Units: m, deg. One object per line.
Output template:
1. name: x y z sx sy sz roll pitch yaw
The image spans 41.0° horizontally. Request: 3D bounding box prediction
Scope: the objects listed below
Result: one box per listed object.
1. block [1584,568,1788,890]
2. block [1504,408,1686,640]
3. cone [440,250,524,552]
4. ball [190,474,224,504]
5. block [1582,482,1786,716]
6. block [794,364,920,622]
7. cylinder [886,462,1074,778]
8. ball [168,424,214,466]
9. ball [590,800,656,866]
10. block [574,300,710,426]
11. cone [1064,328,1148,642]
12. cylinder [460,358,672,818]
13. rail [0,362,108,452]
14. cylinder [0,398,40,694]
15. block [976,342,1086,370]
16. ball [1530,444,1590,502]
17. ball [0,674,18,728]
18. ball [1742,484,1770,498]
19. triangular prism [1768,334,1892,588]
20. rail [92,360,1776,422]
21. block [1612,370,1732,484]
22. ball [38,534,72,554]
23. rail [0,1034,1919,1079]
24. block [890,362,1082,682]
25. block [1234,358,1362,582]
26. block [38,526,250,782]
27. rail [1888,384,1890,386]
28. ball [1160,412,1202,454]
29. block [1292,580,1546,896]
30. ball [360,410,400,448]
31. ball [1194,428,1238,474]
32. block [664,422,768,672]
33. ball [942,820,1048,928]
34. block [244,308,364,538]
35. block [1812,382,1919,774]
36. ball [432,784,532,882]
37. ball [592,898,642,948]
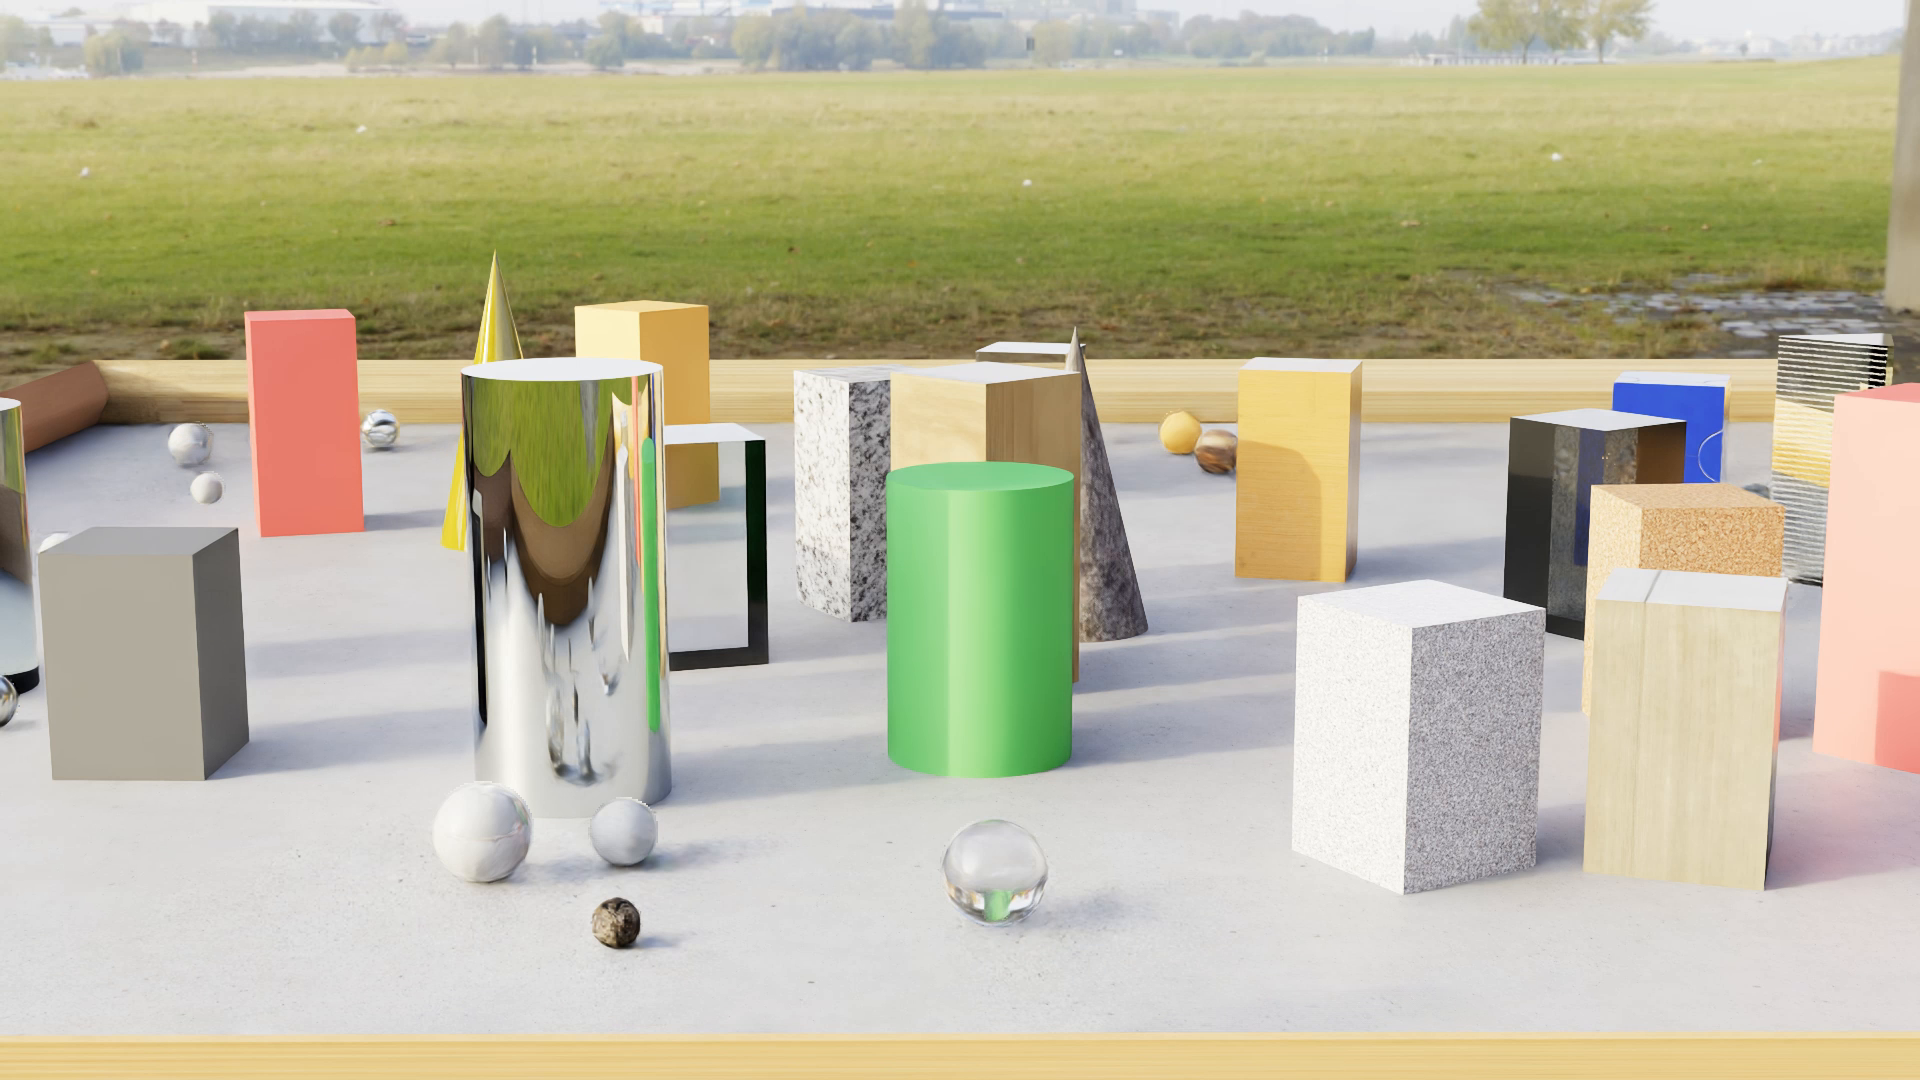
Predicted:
1. block: 0.671 0.170 2.369 0.158 0.255 0.158 4 11 20
2. block: 0.828 -0.023 3.355 0.158 0.274 0.158 -7 13 -35
3. cone: -0.706 -0.221 3.937 0.198 0.452 0.198 0 10 0
4. ball: -1.262 -0.085 4.301 0.053 0.053 0.053 0 10 0
5. block: 0.796 0.080 2.837 0.158 0.261 0.158 -1 11 -6
6. block: -0.117 -0.067 3.472 0.158 0.319 0.158 -6 12 -30
7. cylinder: 0.021 0.080 2.724 0.198 0.301 0.198 0 10 0
8. ball: -1.413 -0.175 4.715 0.079 0.079 0.079 0 10 0
9. ball: -0.310 0.270 2.363 0.060 0.060 0.060 0 10 0
10. block: -0.537 -0.235 4.360 0.158 0.325 0.158 9 14 40
11. cone: 0.149 -0.081 3.337 0.198 0.396 0.198 0 10 0
12. cylinder: -0.392 0.043 2.569 0.198 0.431 0.198 0 10 0
13. rail: -1.746 0.035 3.439 0.045 0.128 3.733 0 10 0
14. cylinder: -1.195 0.010 3.009 0.198 0.335 0.198 0 10 0
15. block: 0.124 -0.214 4.473 0.158 0.243 0.158 3 11 15
16. ball: 1.009 -0.112 4.318 0.099 0.099 0.099 0 10 0
17. ball: -1.078 0.179 2.842 0.065 0.065 0.065 0 10 0
18. ball: 1.265 -0.053 4.074 0.072 0.072 0.072 0 10 0
19. triangular prism: 1.270 -0.114 3.646 0.148 0.348 0.171 -9 14 -41
20. rail: -0.011 -0.302 5.261 3.540 0.128 0.045 0 10 0
21. block: 1.063 -0.110 3.850 0.158 0.266 0.158 4 11 19
22. ball: -1.296 0.021 3.700 0.062 0.062 0.062 0 10 0
23. rail: 0.011 0.369 1.637 3.540 0.128 0.045 0 10 0
24. block: 0.031 -0.014 3.039 0.158 0.372 0.158 -10 14 -43
25. block: 0.492 -0.105 3.725 0.158 0.301 0.158 3 11 14
26. block: -0.856 0.117 2.701 0.158 0.237 0.158 0 10 1
27. rail: 1.746 0.031 3.459 0.045 0.128 3.733 0 10 0
28. ball: 0.419 -0.202 4.857 0.080 0.080 0.080 0 10 0
29. block: 0.421 0.177 2.365 0.158 0.243 0.158 -6 12 -31
30. ball: -1.118 -0.214 4.941 0.073 0.073 0.073 0 10 0
31. ball: 0.465 -0.160 4.623 0.084 0.084 0.084 0 10 0
32. block: -0.336 0.007 3.183 0.158 0.279 0.158 -4 11 -19
33. ball: 0.030 0.285 2.194 0.092 0.092 0.092 0 10 0
34. block: -1.042 -0.189 4.075 0.158 0.338 0.158 -3 11 -18
35. block: 1.028 0.039 2.716 0.158 0.386 0.158 -9 14 -41
36. ball: -0.431 0.264 2.314 0.089 0.089 0.089 0 10 0
37. ball: -0.287 0.320 2.143 0.042 0.042 0.042 0 10 0
